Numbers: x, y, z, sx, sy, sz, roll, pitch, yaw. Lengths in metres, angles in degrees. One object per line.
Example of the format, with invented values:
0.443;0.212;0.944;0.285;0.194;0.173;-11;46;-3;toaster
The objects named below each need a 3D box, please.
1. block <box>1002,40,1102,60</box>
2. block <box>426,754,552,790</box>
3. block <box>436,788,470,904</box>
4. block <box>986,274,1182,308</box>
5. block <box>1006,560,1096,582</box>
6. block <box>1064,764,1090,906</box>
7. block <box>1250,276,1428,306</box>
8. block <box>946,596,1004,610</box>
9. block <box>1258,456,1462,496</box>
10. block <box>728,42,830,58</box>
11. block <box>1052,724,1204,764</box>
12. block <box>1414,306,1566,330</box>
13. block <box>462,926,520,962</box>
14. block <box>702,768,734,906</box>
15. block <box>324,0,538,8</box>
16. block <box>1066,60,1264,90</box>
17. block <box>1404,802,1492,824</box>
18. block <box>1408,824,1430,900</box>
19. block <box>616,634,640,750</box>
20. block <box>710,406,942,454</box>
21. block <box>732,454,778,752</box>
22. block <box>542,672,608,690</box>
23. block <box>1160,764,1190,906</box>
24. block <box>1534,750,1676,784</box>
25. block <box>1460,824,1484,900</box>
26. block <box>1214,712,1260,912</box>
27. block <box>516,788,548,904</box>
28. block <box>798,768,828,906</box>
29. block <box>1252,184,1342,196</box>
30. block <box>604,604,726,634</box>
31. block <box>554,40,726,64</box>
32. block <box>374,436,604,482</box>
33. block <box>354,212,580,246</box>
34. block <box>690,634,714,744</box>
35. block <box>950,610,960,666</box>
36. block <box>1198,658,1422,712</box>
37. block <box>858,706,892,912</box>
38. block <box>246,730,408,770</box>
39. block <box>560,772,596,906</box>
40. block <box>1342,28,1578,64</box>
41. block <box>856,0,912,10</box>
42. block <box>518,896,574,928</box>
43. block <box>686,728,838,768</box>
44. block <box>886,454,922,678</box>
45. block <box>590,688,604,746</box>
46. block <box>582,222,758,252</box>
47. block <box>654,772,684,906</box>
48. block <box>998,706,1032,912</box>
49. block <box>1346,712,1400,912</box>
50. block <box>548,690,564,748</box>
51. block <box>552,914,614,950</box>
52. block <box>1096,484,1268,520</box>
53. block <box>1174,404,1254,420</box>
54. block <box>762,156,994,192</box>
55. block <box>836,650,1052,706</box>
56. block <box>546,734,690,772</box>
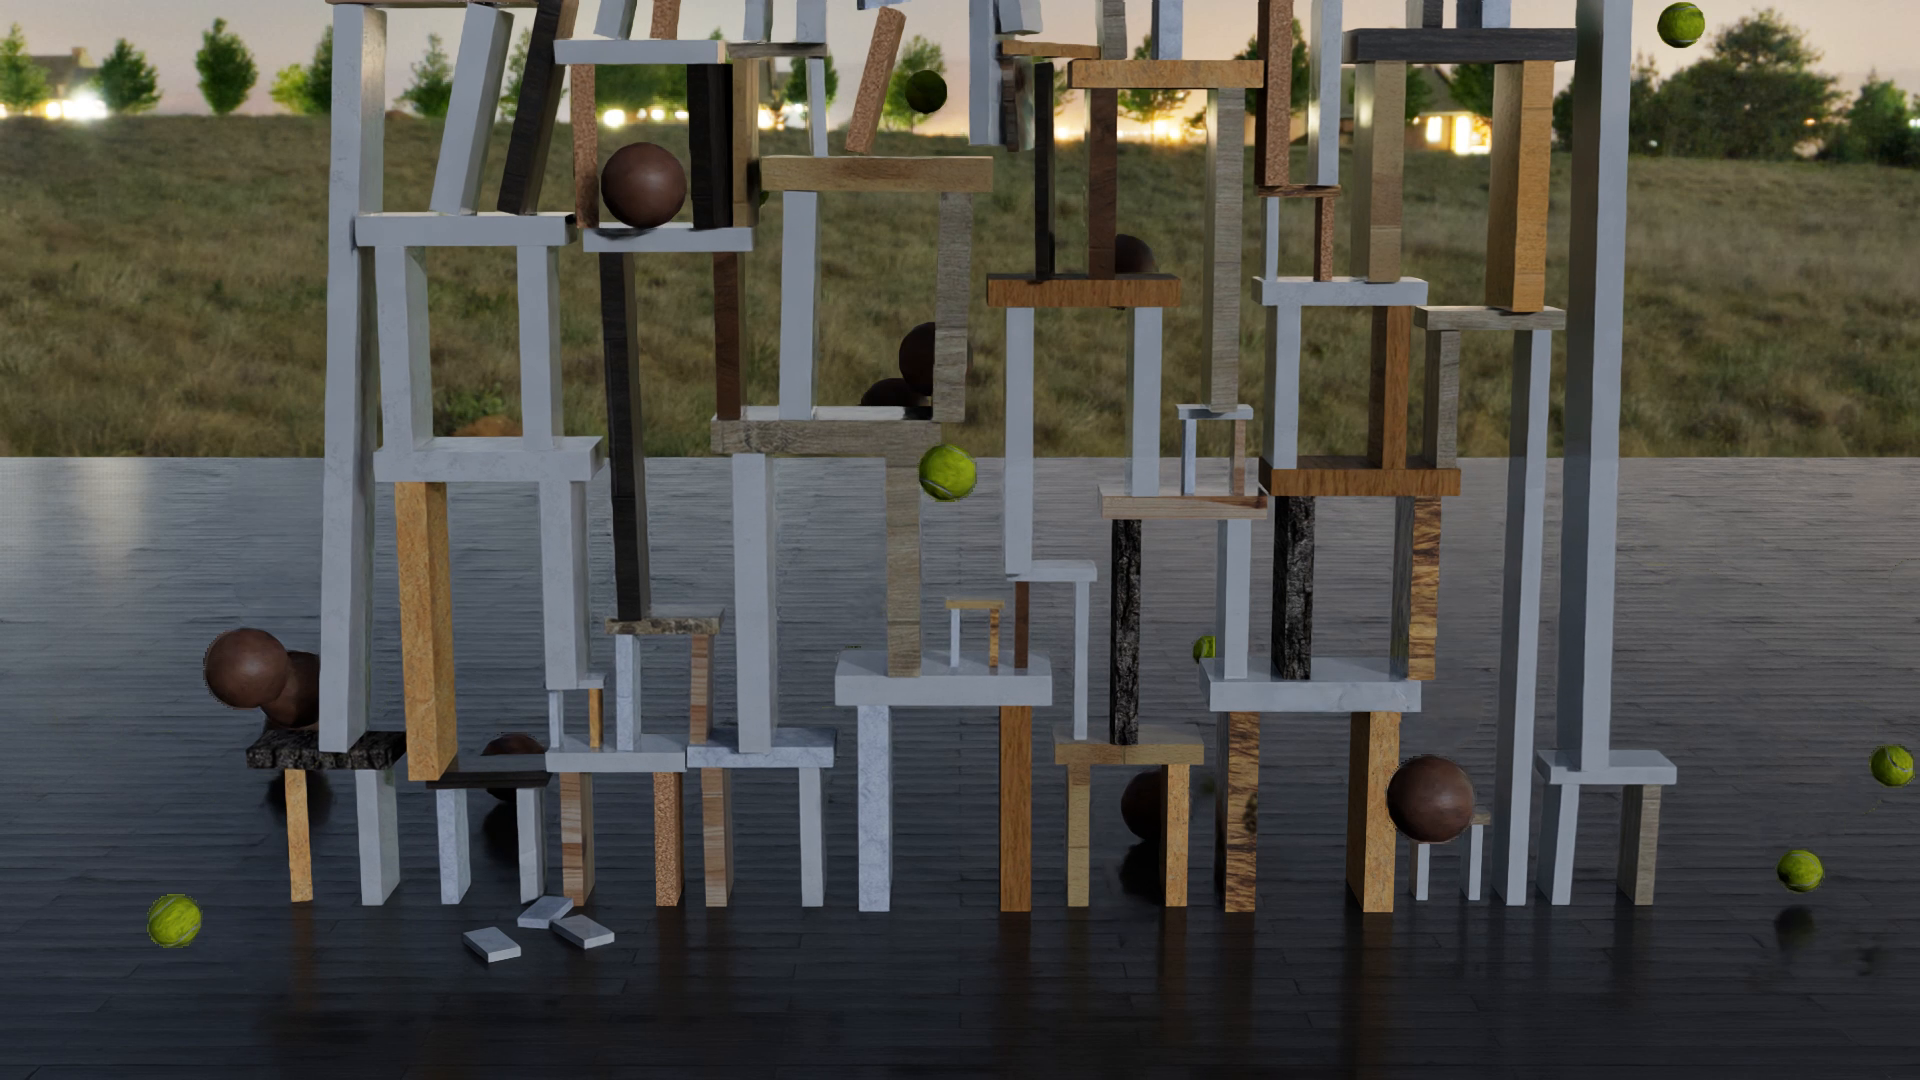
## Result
0.142;-0.752;3.377;0.143;0.020;0.072;6;11;9;block
-0.776;0.383;3.637;0.195;0.028;0.098;-1;11;-3;block
-0.840;0.494;3.650;0.028;0.195;0.098;0;11;-1;block
0.192;-0.396;3.483;0.299;0.042;0.149;0;11;-1;block
0.147;0.050;3.566;0.144;0.020;0.072;0;11;-1;block
0.194;0.472;3.646;0.034;0.241;0.121;0;11;0;block
0.598;-0.395;3.483;0.257;0.036;0.129;0;11;0;block
0.024;0.101;3.576;0.094;0.013;0.047;0;9;0;block
0.641;-0.104;3.545;0.299;0.042;0.149;0;11;0;block
-0.277;-0.754;3.381;0.150;0.021;0.075;0;14;1;block
0.275;0.336;3.621;0.241;0.034;0.121;0;11;0;block
0.842;-0.354;3.502;0.216;0.031;0.108;0;10;0;block
-0.728;0.629;3.420;0.053;0.015;0.105;-7;13;-33;block
-0.401;0.474;3.644;0.034;0.237;0.118;-1;11;0;block
-0.803;-0.852;3.406;0.319;0.045;0.159;0;11;1;block
0.316;-0.723;3.419;0.292;0.041;0.146;0;11;0;block
0.807;0.453;3.645;0.130;0.018;0.065;0;11;0;block
0.764;0.526;3.658;0.018;0.130;0.065;0;11;0;block
-0.543;0.238;3.604;0.026;0.194;0.092;1;12;-1;block
-0.210;-0.177;3.517;0.360;0.051;0.180;0;11;-1;block
-0.331;0.086;3.570;0.051;0.485;0.180;0;11;-1;block
-0.630;0.231;3.603;0.098;0.014;0.049;0;11;-2;block
0.355;0.472;3.646;0.034;0.241;0.121;0;11;0;block
1.062;0.374;3.626;0.205;0.029;0.103;0;11;0;block
0.851;0.526;3.658;0.018;0.130;0.065;0;11;0;block
0.456;0.425;3.635;0.048;0.338;0.169;0;11;0;block
-0.710;0.494;3.651;0.028;0.195;0.098;0;11;-1;block
-0.243;0.474;3.645;0.034;0.237;0.118;-1;11;0;block
0.529;-0.550;3.457;0.130;0.018;0.065;0;11;0;block
-0.479;0.129;3.581;0.184;0.026;0.092;0;12;0;block
-0.491;-0.752;3.390;0.247;0.035;0.123;0;12;0;block
-0.752;-0.131;3.533;0.338;0.048;0.169;0;11;-2;block
-0.771;-0.490;3.462;0.320;0.045;0.160;0;11;-2;block
-0.422;0.232;3.601;0.026;0.184;0.092;2;12;0;block
-0.008;0.154;3.586;0.013;0.095;0.047;1;10;-1;block
0.569;0.235;3.599;0.338;0.048;0.169;0;11;0;block
-0.140;0.419;3.640;0.049;0.346;0.173;0;11;0;block
-1.042;0.346;3.626;0.231;0.033;0.116;0;10;1;block
-0.634;0.478;3.646;0.032;0.228;0.114;0;11;0;block
0.769;-0.769;3.428;0.336;0.048;0.168;-1;10;-2;block
-0.047;-0.865;3.439;0.223;0.032;0.112;-12;14;-6;block
-0.671;0.602;3.561;0.053;0.015;0.105;2;11;11;block
-0.324;0.341;3.618;0.237;0.034;0.118;0;11;0;block
-0.090;0.025;3.558;0.051;0.360;0.180;0;11;0;block
-0.598;0.286;3.613;0.014;0.098;0.049;0;10;0;block
-0.452;-0.476;3.454;0.260;0.037;0.130;0;12;-1;block
-0.482;0.478;3.646;0.032;0.228;0.114;0;11;0;block
0.091;0.419;3.639;0.049;0.346;0.173;0;11;0;block
0.681;0.425;3.635;0.048;0.338;0.169;0;11;0;block
-0.663;0.286;3.613;0.014;0.098;0.049;0;11;-1;block
-0.596;0.618;3.475;0.053;0.015;0.105;-8;13;-37;block
0.356;-0.063;3.545;0.261;0.037;0.130;0;11;0;block
0.406;-0.205;3.516;0.118;0.017;0.059;0;11;0;block
-0.126;-0.574;3.439;0.353;0.050;0.176;1;11;0;block
-0.026;0.225;3.602;0.347;0.049;0.173;0;11;0;block
-0.558;0.350;3.623;0.228;0.032;0.114;0;11;0;block
